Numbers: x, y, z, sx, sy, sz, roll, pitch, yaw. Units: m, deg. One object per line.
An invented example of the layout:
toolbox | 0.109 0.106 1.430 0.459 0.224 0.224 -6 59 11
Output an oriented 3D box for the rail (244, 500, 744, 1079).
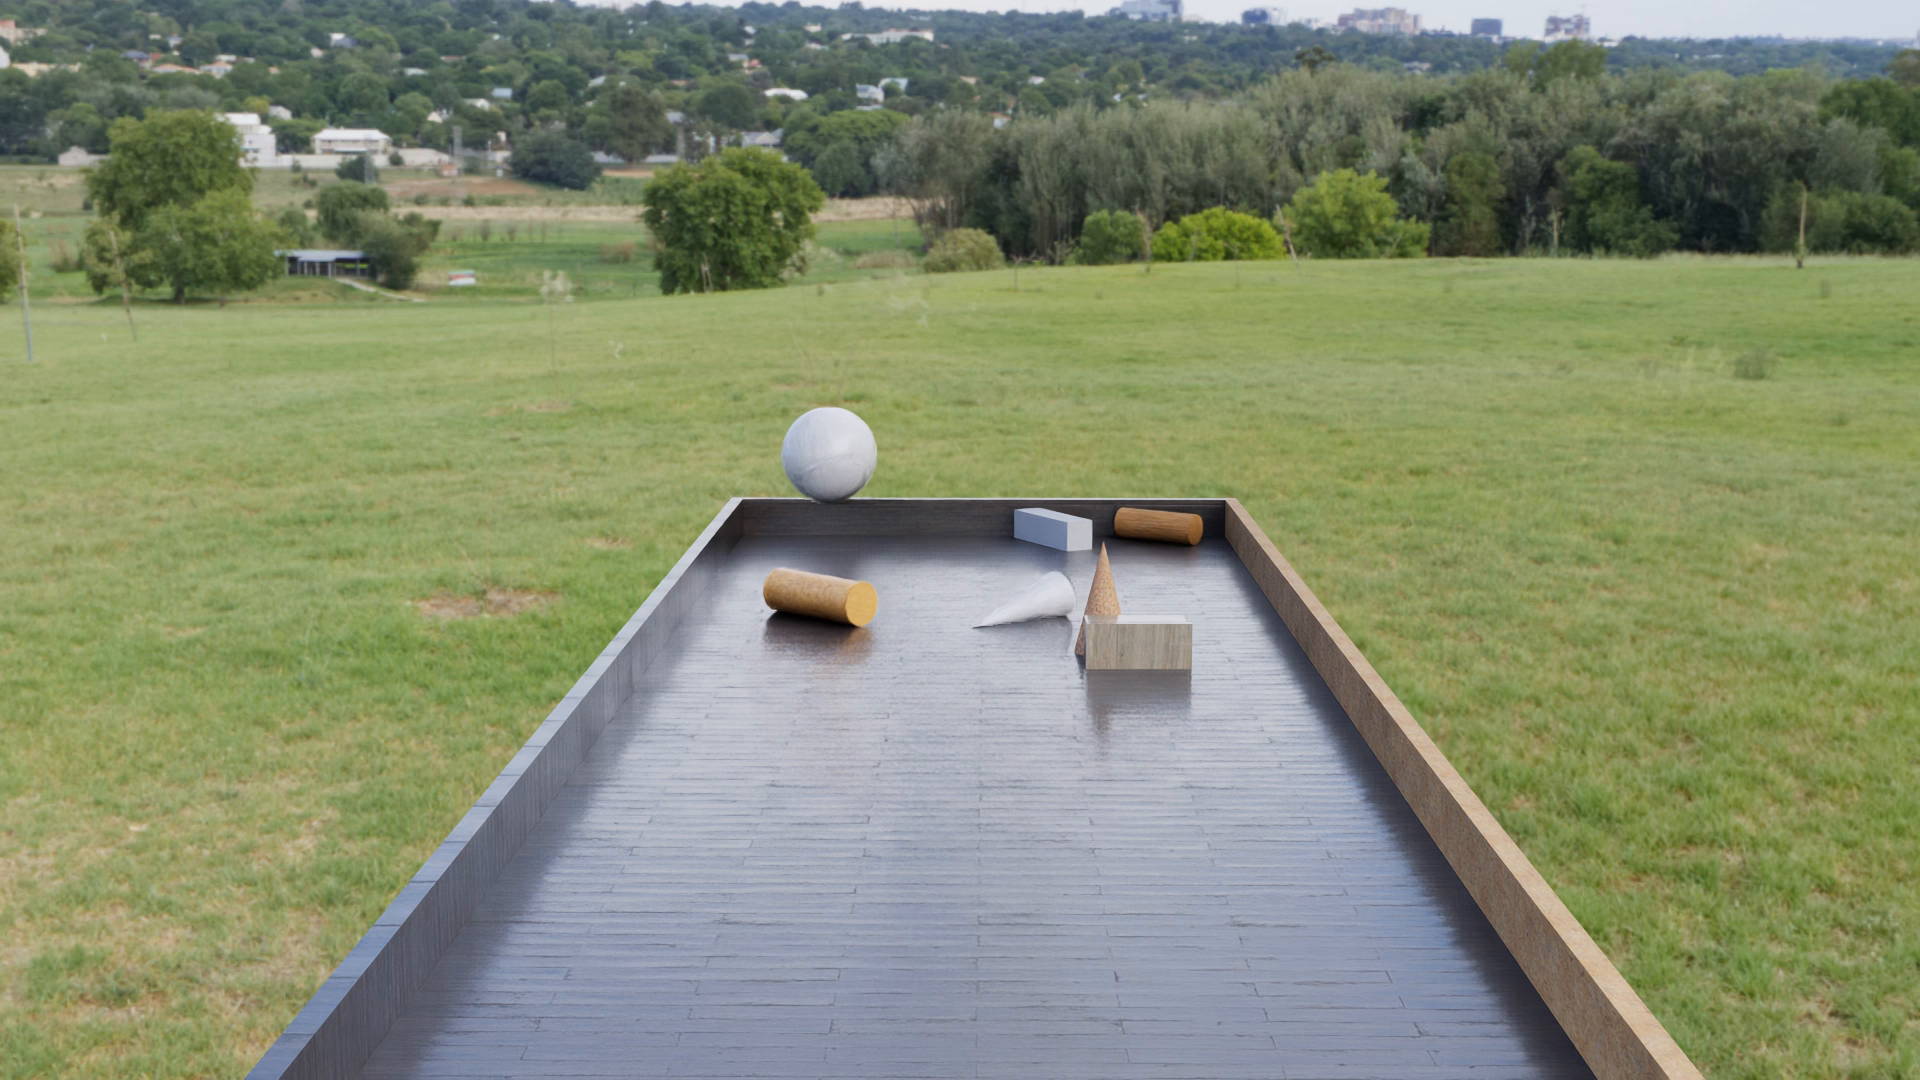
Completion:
rail | -1.004 0.839 3.234 0.050 0.150 12.000 0 9 1

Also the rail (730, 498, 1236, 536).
rail | 0.099 -0.098 9.147 2.100 0.150 0.050 0 9 1

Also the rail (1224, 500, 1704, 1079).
rail | 1.046 0.843 3.208 0.050 0.150 12.000 0 9 1

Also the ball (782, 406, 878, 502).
ball | -0.536 -0.352 9.048 0.393 0.393 0.393 0 9 0

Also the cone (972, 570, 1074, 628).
cone | 0.184 0.233 7.296 0.389 0.155 0.155 -21 19 -35

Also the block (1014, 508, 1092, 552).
block | 0.375 -0.045 8.918 0.117 0.117 0.409 -5 10 -29

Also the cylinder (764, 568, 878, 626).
cylinder | -0.468 0.189 7.348 0.400 0.147 0.147 8 12 42

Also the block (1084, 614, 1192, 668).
block | 0.535 0.307 6.634 0.315 0.137 0.137 0 9 0

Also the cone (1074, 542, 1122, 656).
cone | 0.442 0.174 6.798 0.175 0.348 0.175 0 9 0

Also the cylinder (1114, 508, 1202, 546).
cylinder | 0.809 -0.057 8.970 0.344 0.125 0.125 6 11 34
